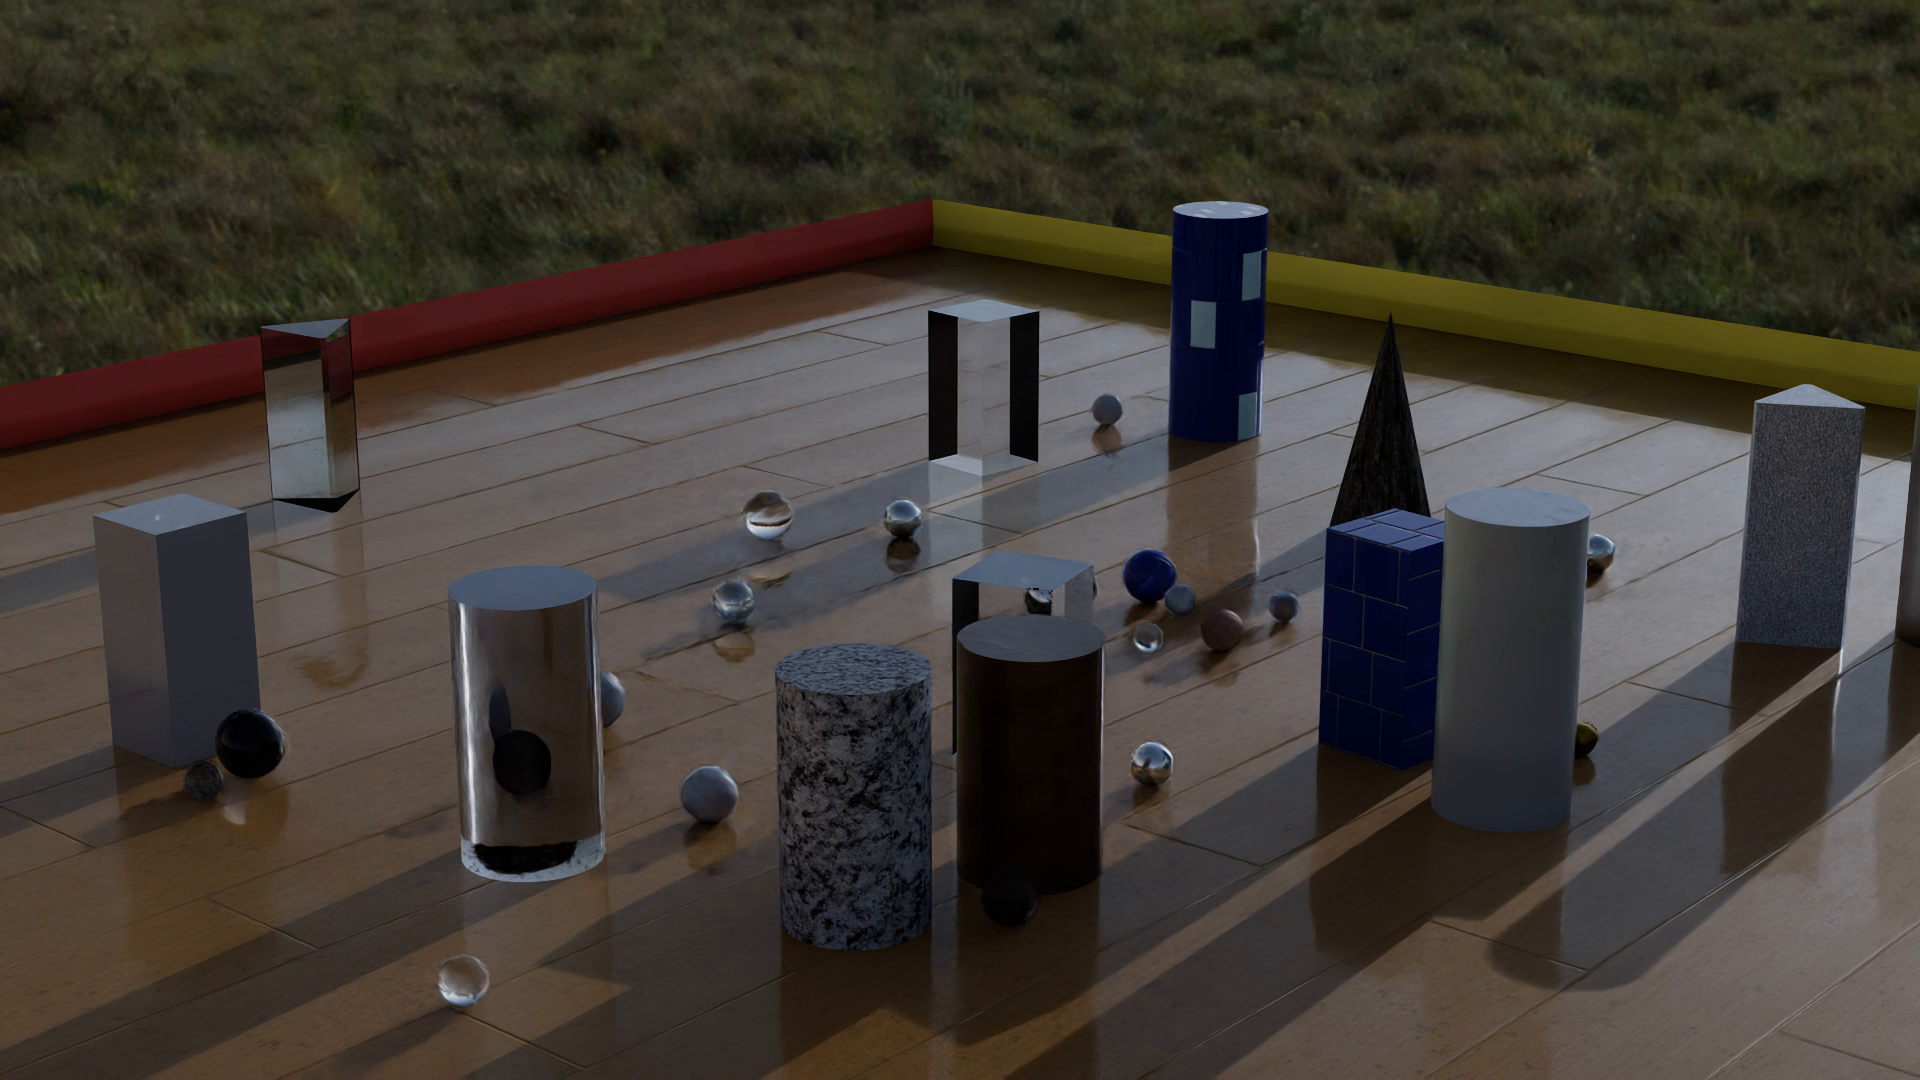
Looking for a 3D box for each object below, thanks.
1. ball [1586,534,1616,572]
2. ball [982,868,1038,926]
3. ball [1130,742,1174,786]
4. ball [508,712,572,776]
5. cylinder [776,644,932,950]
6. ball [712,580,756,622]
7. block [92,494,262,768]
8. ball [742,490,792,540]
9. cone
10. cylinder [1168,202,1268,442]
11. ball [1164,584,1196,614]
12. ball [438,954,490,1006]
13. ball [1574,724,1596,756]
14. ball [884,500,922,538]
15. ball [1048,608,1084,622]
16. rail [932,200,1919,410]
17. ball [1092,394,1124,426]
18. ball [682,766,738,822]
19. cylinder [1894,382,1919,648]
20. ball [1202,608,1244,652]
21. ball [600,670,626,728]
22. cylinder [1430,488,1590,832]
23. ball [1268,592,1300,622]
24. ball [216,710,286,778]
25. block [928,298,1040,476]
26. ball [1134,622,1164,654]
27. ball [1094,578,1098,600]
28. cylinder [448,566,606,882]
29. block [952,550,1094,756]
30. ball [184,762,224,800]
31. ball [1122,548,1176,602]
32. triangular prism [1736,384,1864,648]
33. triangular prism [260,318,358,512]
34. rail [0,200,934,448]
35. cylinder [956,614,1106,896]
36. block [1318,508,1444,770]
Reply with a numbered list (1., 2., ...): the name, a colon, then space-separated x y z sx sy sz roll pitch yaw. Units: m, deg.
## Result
1. ball: 1.144 0.023 5.263 0.065 0.065 0.065 0 17 0
2. ball: 0.065 0.462 3.791 0.073 0.073 0.073 0 17 0
3. ball: 0.279 0.326 4.261 0.064 0.064 0.064 0 17 0
4. ball: -0.615 0.300 4.295 0.094 0.094 0.094 0 17 0
5. cylinder: -0.135 0.328 3.768 0.198 0.344 0.198 0 17 0
6. ball: -0.384 0.104 4.982 0.073 0.073 0.073 0 17 0
7. block: -1.168 0.133 4.387 0.158 0.360 0.158 14 22 39
8. ball: -0.357 -0.046 5.445 0.092 0.092 0.092 0 17 0
9. cone: 0.790 -0.217 5.440 0.198 0.423 0.198 0 17 0
10. cylinder: 0.541 -0.459 6.158 0.198 0.473 0.198 0 17 0
11. ball: 0.377 0.102 5.023 0.053 0.053 0.053 0 17 0
12. ball: -0.604 0.536 3.566 0.062 0.062 0.062 0 17 0
13. ball: 0.927 0.298 4.381 0.048 0.048 0.048 0 17 0
14. ball: -0.106 -0.039 5.459 0.071 0.071 0.071 0 17 0
15. ball: 0.171 0.148 4.840 0.071 0.071 0.071 0 17 0
16. rail: 1.526 -0.475 6.803 4.290 0.128 0.045 14 22 39
17. ball: 0.315 -0.279 6.263 0.067 0.067 0.067 0 17 0
18. ball: -0.352 0.358 4.127 0.080 0.080 0.080 0 17 0
19. cylinder: 1.669 -0.065 4.843 0.198 0.476 0.198 0 17 0
20. ball: 0.433 0.149 4.838 0.070 0.070 0.070 0 17 0
21. ball: -0.558 0.243 4.484 0.093 0.093 0.093 0 17 0
22. cylinder: 0.773 0.167 4.126 0.198 0.446 0.198 0 17 0
23. ball: 0.551 0.113 4.987 0.053 0.053 0.053 0 17 0
24. ball: -1.037 0.300 4.287 0.099 0.099 0.099 0 17 0
25. block: 0.048 -0.311 5.939 0.158 0.315 0.158 -15 22 -41
26. ball: 0.311 0.161 4.831 0.051 0.051 0.051 0 17 0
27. ball: 0.187 0.083 5.012 0.095 0.095 0.095 0 17 0
28. cylinder: -0.584 0.247 3.970 0.198 0.383 0.198 0 17 0
29. block: 0.094 0.179 4.379 0.158 0.278 0.158 8 19 25
30. ball: -1.086 0.346 4.211 0.054 0.054 0.054 0 17 0
31. ball: 0.329 0.062 5.086 0.093 0.093 0.093 0 17 0
32. triangular prism: 1.397 -0.043 4.885 0.171 0.410 0.148 4 17 13
33. triangular prism: -1.229 -0.248 5.684 0.171 0.342 0.148 11 20 33
34. rail: -1.602 -0.369 6.452 0.045 0.128 4.704 14 22 39
35. cylinder: 0.094 0.286 3.935 0.198 0.327 0.198 0 17 0
36. block: 0.654 0.146 4.380 0.158 0.339 0.158 -15 22 -40
